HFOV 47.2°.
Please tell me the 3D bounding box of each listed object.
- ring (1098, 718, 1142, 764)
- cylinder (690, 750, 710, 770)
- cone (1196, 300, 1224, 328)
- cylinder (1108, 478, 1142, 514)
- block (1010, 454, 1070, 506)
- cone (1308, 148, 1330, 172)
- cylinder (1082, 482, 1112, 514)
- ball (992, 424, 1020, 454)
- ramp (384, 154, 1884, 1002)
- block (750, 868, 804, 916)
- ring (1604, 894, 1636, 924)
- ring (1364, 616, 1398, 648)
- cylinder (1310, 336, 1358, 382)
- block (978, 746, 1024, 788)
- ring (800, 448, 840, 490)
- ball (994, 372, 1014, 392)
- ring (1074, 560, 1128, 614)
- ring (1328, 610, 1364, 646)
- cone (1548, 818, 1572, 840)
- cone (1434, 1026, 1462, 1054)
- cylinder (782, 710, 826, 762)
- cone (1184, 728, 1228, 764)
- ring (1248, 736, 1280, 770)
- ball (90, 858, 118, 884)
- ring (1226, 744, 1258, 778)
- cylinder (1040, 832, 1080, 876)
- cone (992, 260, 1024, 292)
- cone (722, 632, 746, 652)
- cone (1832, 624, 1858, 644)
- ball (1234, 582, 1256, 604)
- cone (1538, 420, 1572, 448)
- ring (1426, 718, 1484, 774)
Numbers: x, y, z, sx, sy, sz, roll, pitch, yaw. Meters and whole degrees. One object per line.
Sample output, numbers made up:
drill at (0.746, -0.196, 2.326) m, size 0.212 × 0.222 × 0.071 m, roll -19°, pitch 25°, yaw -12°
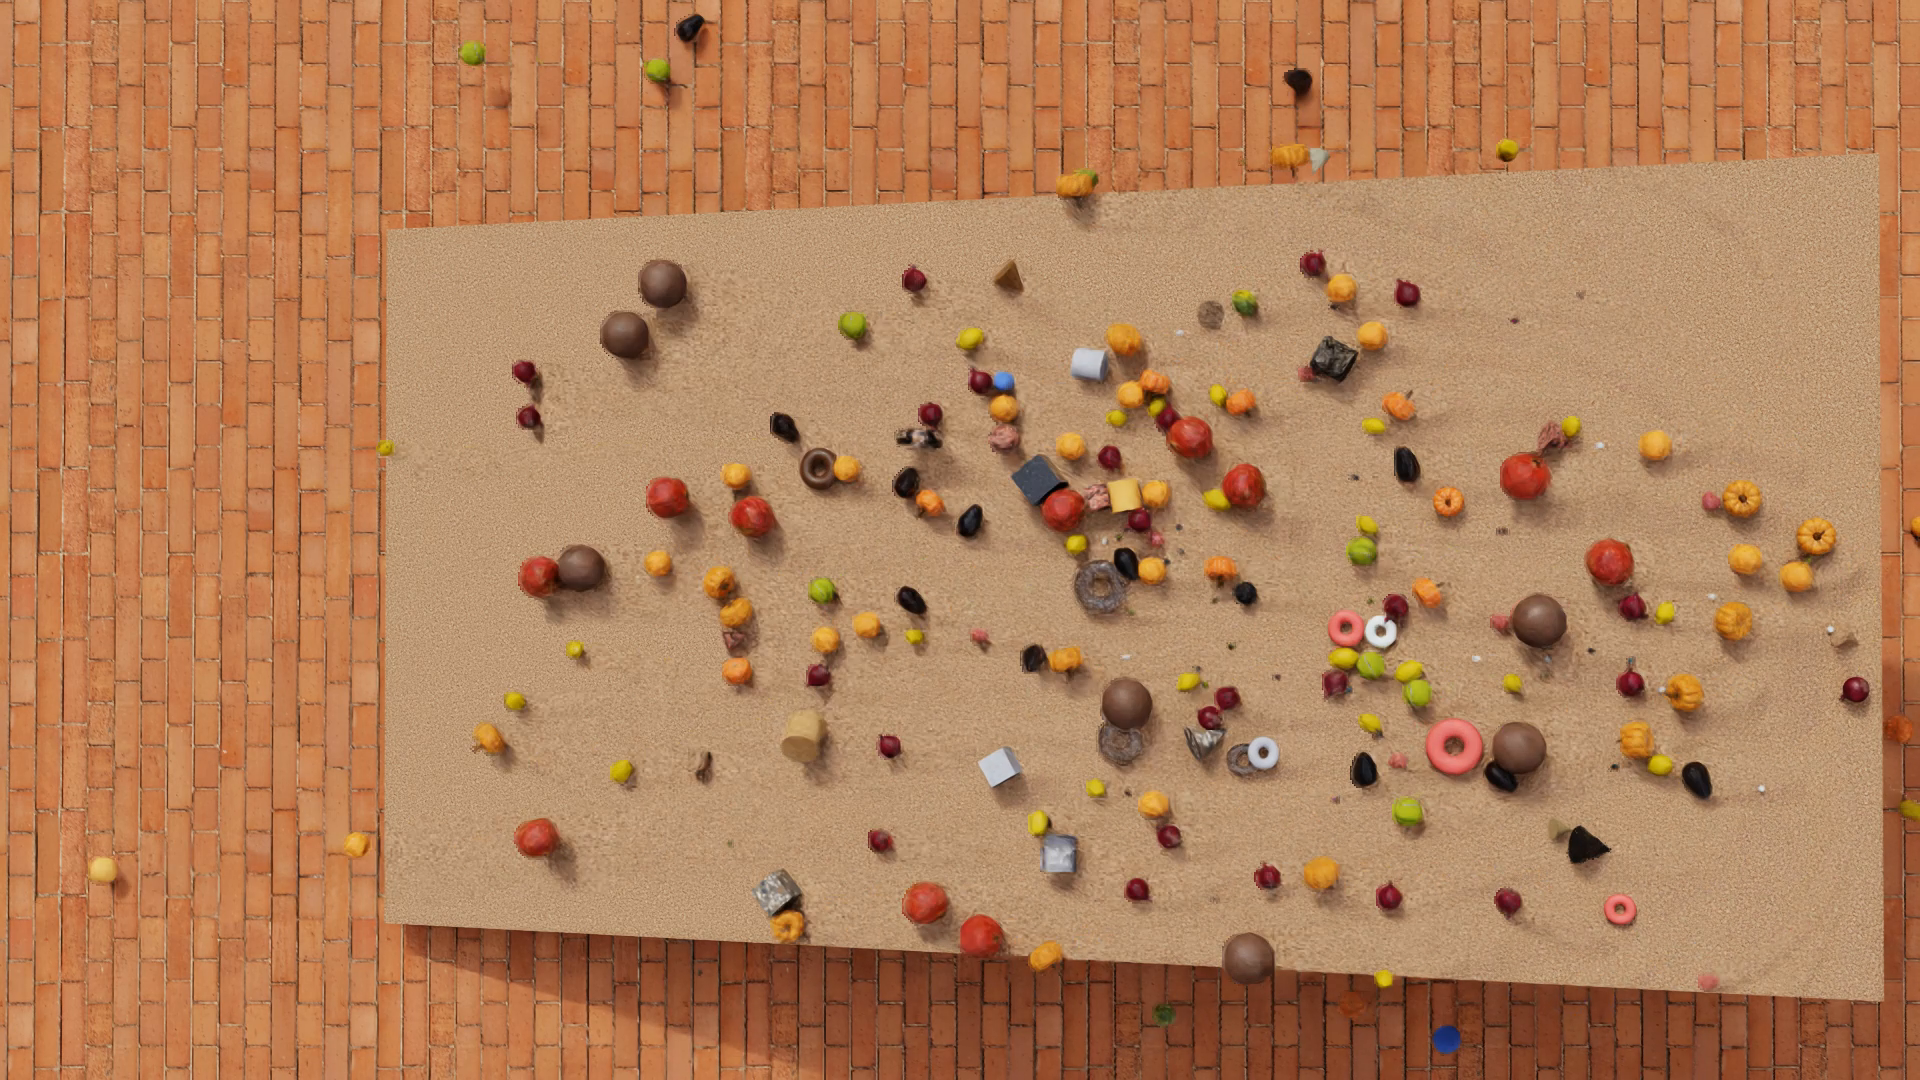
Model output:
ring at (0.414, 0.521, 5.688) m, size 0.118 × 0.039 × 0.118 m, roll -1°, pitch 86°, yaw 15°
cylinder at (-0.714, 0.601, 6.019) m, size 0.050 × 0.050 × 0.050 m, roll 6°, pitch 92°, yaw 0°
cone at (0.634, -0.581, 5.620) m, size 0.073 × 0.073 × 0.073 m, roll 0°, pitch 89°, yaw 17°
cylinder at (0.426, -0.113, 5.673) m, size 0.078 × 0.078 × 0.078 m, roll -10°, pitch 86°, yaw 0°
block at (0.209, -0.157, 5.731) m, size 0.095 × 0.095 × 0.095 m, roll -41°, pitch 79°, yaw 12°
cone at (0.997, -1.050, 6.147) m, size 0.064 × 0.064 × 0.064 m, roll 19°, pitch 74°, yaw 0°
cylinder at (0.357, -0.109, 5.703) m, size 0.062 × 0.062 × 0.062 m, roll -31°, pitch 64°, yaw 0°
ball at (0.119, -0.266, 5.770) m, size 0.075 × 0.075 × 0.075 m, roll 0°, pitch 89°, yaw 0°
ramp at (0.272, 0.095, 5.810) m, size 4.000 × 0.100 × 2.000 m, roll 0°, pitch 89°, yaw 17°
block at (-0.495, 0.951, 5.933) m, size 0.086 × 0.086 × 0.086 m, roll -42°, pitch 78°, yaw 12°
ring at (1.601, 0.895, 5.331) m, size 0.075 × 0.025 × 0.075 m, roll -1°, pitch 88°, yaw 17°
ring at (1.054, 0.230, 5.505) m, size 0.081 × 0.027 × 0.081 m, roll 0°, pitch 89°, yaw 17°
cylinder at (0.939, -0.455, 5.518) m, size 0.087 × 0.087 × 0.087 m, roll 32°, pitch 89°, yaw 15°
block at (0.107, 0.594, 5.761) m, size 0.076 × 0.076 × 0.076 m, roll -31°, pitch 81°, yaw 14°
ring at (-0.379, -0.192, 5.939) m, size 0.115 × 0.038 × 0.115 m, roll -1°, pitch 88°, yaw 17°
ball at (0.115, -0.418, 5.785) m, size 0.053 × 0.053 × 0.053 m, roll 0°, pitch 89°, yaw 0°
ring at (0.365, 0.122, 5.705) m, size 0.144 × 0.048 × 0.144 m, roll 0°, pitch 89°, yaw 16°
ring at (0.971, 0.223, 5.528) m, size 0.093 × 0.031 × 0.093 m, roll -1°, pitch 86°, yaw 20°
cone at (1.473, 0.707, 5.374) m, size 0.051 × 0.051 × 0.051 m, roll 4°, pitch 89°, yaw -10°
cone at (1.421, 1.457, 6.376) m, size 0.083 × 0.083 × 0.083 m, roll 0°, pitch 89°, yaw 0°
cylinder at (-0.416, 0.524, 5.887) m, size 0.098 × 0.098 × 0.098 m, roll 7°, pitch 131°, yaw 8°
cone at (0.641, 0.505, 5.617) m, size 0.099 × 0.099 × 0.099 m, roll -25°, pitch 89°, yaw -1°
ring at (0.769, 0.540, 5.573) m, size 0.084 × 0.028 × 0.084 m, roll 2°, pitch 81°, yaw -13°
ball at (-2.487, 0.959, 6.386) m, size 0.077 × 0.077 × 0.077 m, roll 0°, pitch 89°, yaw 0°
ring at (0.721, 0.561, 5.600) m, size 0.088 × 0.029 × 0.088 m, roll 0°, pitch 90°, yaw 16°
cylinder at (0.259, 0.813, 5.705) m, size 0.087 × 0.087 × 0.087 m, roll 18°, pitch 67°, yaw 0°
cone at (0.142, -0.680, 5.790) m, size 0.080 × 0.080 × 0.080 m, roll 43°, pitch 89°, yaw -14°
cone at (-0.611, 0.266, 6.008) m, size 0.063 × 0.063 × 0.063 m, roll -22°, pitch 89°, yaw -11°
cone at (2.101, 0.235, 5.189) m, size 0.056 × 0.056 × 0.056 m, roll 27°, pitch 89°, yaw -12°
ball at (0.727, 0.135, 5.591) m, size 0.055 × 0.055 × 0.055 m, roll 0°, pitch 89°, yaw 0°
cone at (1.468, -0.241, 5.383) m, size 0.076 × 0.076 × 0.076 m, roll 29°, pitch 89°, yaw 6°
ring at (1.223, 0.511, 5.440) m, size 0.140 × 0.047 × 0.140 m, roll 0°, pitch 89°, yaw 16°
